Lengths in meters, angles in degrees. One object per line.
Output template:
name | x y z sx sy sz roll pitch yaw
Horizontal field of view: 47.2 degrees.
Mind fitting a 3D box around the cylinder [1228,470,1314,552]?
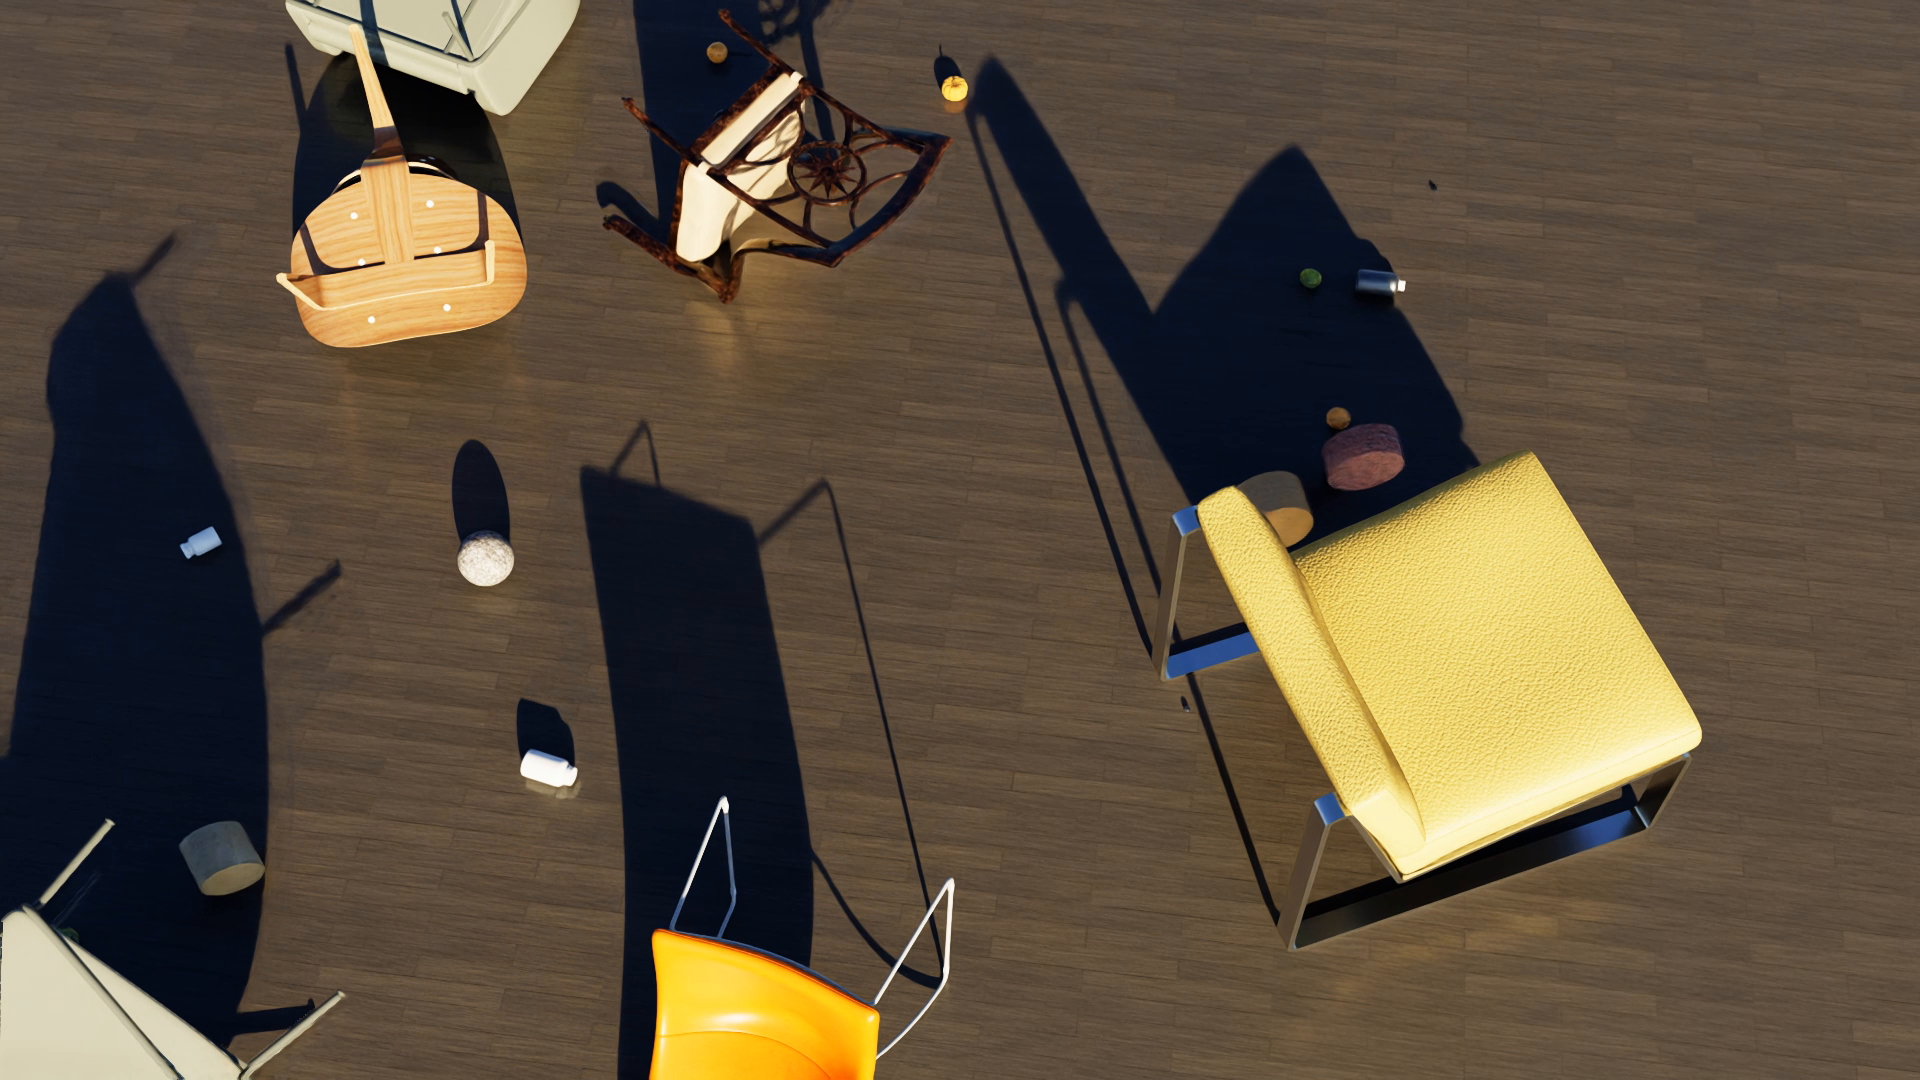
cylinder | 0.916 -0.082 6.491 0.221 0.230 0.133 0 55 -19

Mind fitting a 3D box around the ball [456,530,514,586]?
ball | -1.388 0.053 6.439 0.165 0.165 0.165 0 56 0

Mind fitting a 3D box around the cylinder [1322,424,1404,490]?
cylinder | 1.211 -0.248 6.623 0.235 0.184 0.105 -19 54 19

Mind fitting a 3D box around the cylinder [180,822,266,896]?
cylinder | -1.984 0.856 5.913 0.180 0.128 0.148 -9 50 -43
